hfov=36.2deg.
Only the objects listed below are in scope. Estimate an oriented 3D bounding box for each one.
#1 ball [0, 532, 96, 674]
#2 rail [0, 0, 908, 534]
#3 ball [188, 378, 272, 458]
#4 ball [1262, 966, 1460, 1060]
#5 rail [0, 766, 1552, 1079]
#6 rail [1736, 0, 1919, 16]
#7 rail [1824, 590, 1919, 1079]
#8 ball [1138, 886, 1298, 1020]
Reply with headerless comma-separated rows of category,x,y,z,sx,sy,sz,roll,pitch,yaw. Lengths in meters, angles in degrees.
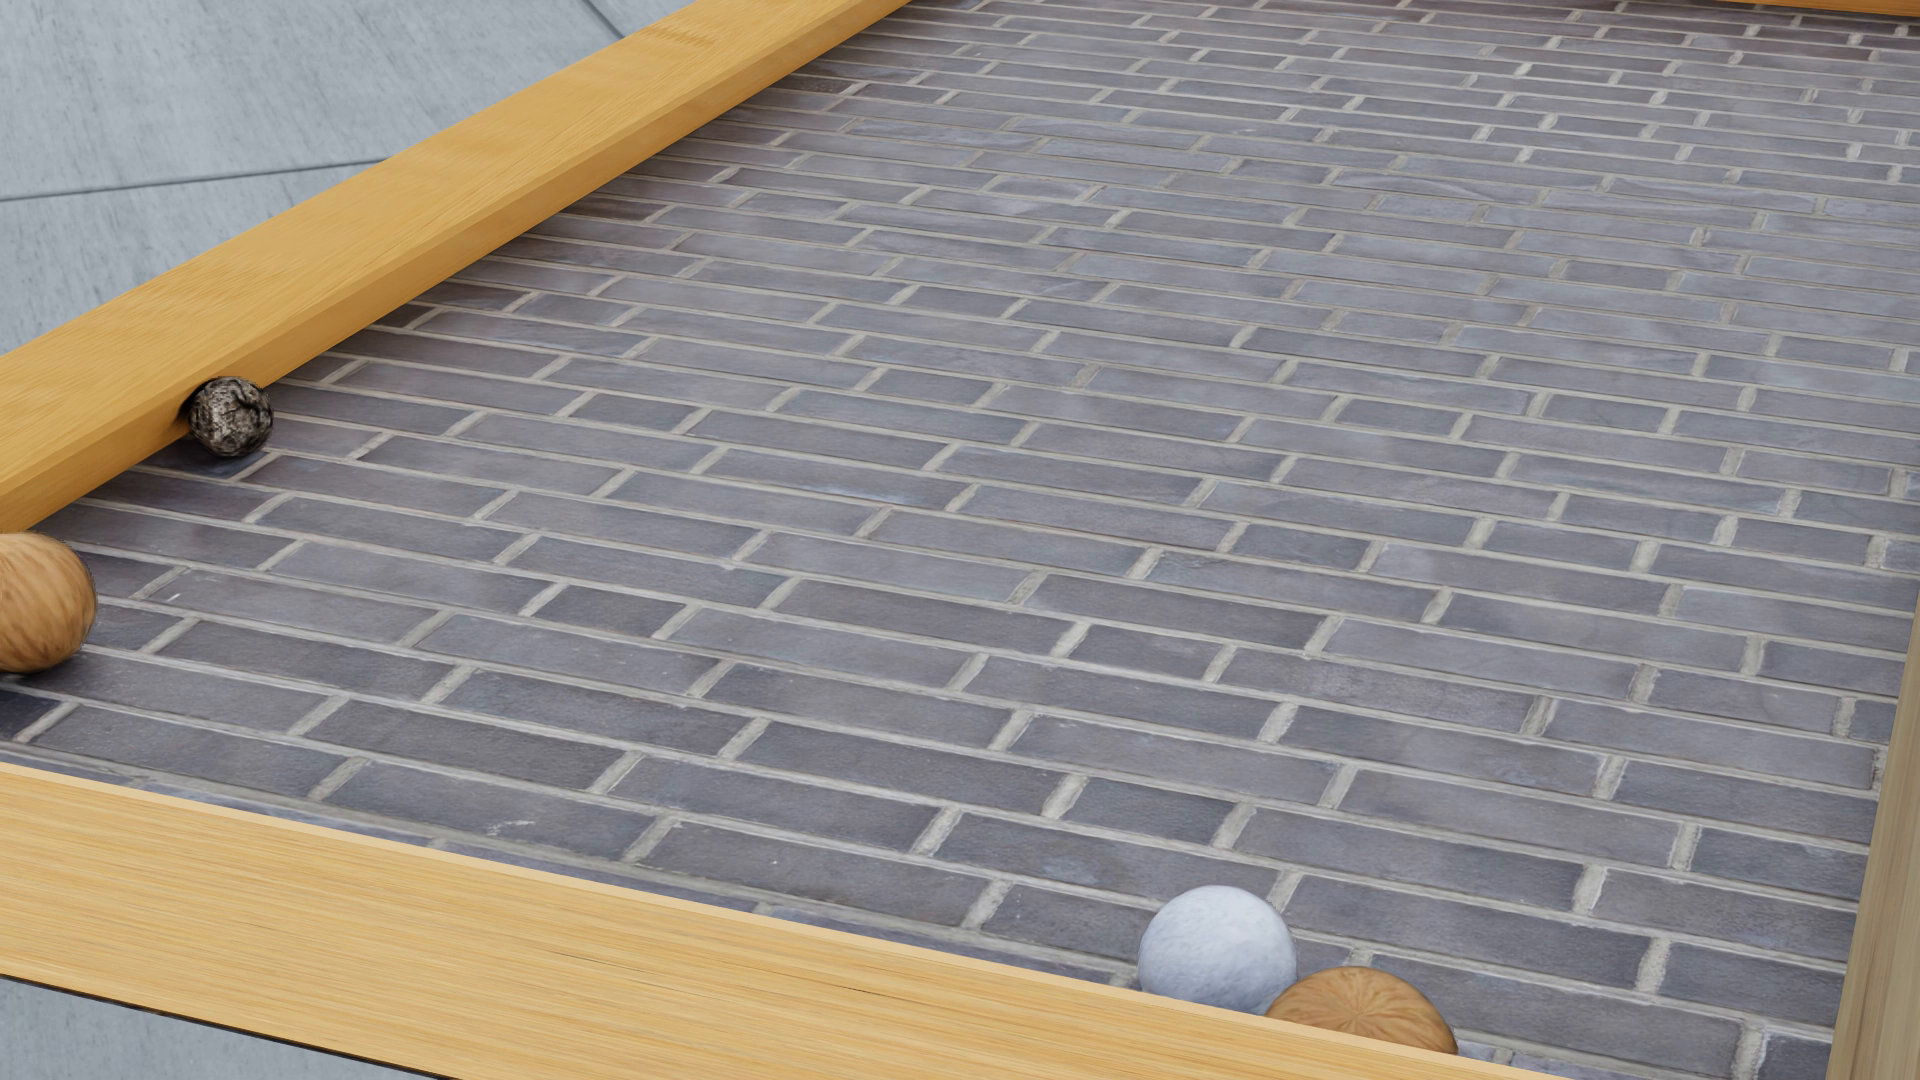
ball,-0.591,0.040,1.852,0.090,0.090,0.090,0,24,0
rail,-0.364,-0.355,2.696,0.045,0.128,2.527,9,25,19
ball,-0.541,-0.090,2.183,0.060,0.060,0.060,0,24,0
ball,0.183,0.248,1.368,0.099,0.099,0.099,0,24,0
rail,-0.216,0.203,1.432,1.304,0.128,0.045,9,25,19
rail,0.663,-0.732,3.553,1.304,0.128,0.045,9,25,19
rail,0.812,-0.175,2.289,0.045,0.128,2.527,9,25,19
ball,0.129,0.213,1.471,0.080,0.080,0.080,0,24,0
